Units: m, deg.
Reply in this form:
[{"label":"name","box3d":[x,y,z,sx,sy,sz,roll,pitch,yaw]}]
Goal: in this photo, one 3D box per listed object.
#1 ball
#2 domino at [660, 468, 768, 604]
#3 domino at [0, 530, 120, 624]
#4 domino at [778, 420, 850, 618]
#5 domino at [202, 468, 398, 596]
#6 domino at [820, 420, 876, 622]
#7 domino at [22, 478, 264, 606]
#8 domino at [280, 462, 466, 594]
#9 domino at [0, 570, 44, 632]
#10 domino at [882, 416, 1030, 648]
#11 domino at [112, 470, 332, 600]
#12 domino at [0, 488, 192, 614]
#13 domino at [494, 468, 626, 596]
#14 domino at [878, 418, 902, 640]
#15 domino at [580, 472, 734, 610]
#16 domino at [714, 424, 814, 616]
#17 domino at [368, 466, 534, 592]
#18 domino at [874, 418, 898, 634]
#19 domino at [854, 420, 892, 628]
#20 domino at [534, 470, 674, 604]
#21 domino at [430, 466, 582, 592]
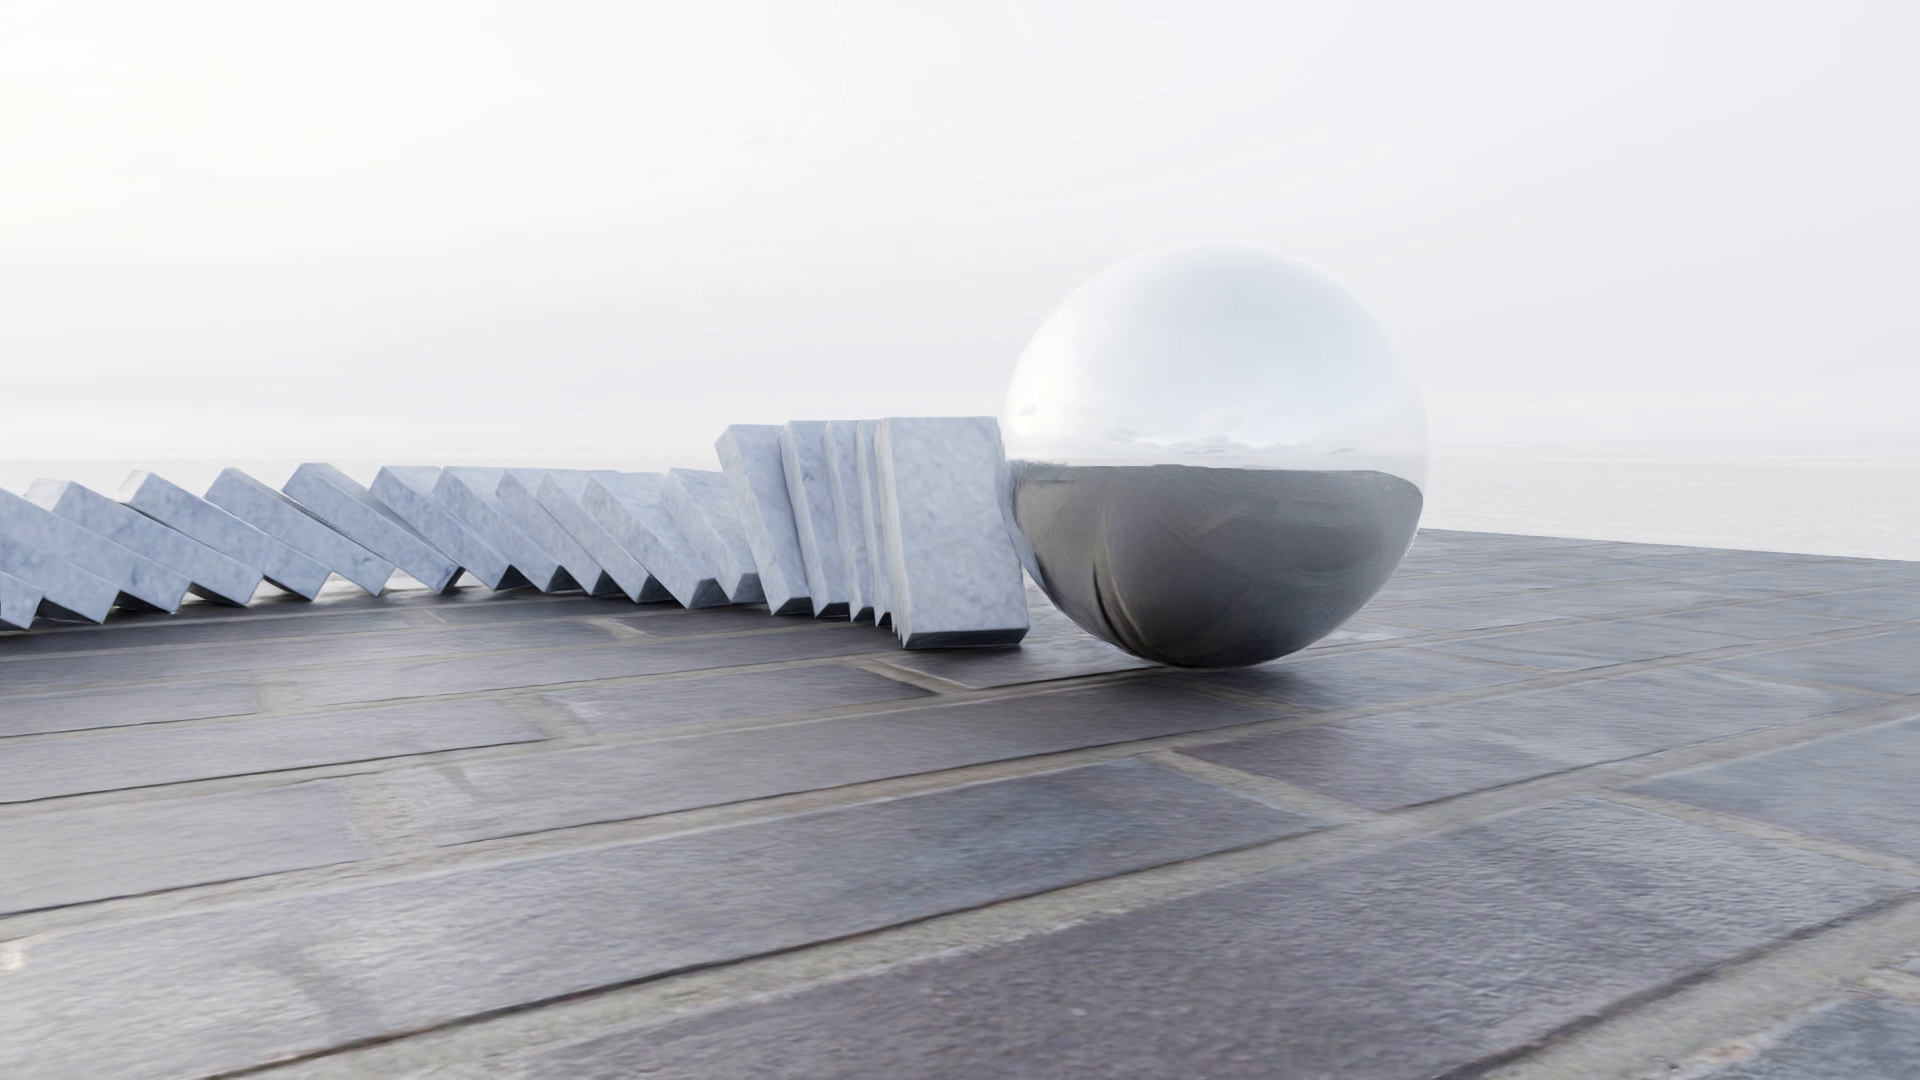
[{"label":"ball","box3d":[0.046,-0.016,0.242,0.080,0.080,0.080,0,4,0]},{"label":"domino","box3d":[-0.059,-0.001,0.346,0.025,0.010,0.050,4,31,-40]},{"label":"domino","box3d":[-0.222,0.004,0.289,0.025,0.010,0.050,1,-27,27]},{"label":"domino","box3d":[-0.028,-0.006,0.325,0.025,0.050,0.010,-2,-24,-29]},{"label":"domino","box3d":[-0.184,-0.003,0.361,0.050,0.009,0.025,35,-10,-22]},{"label":"domino","box3d":[-0.018,-0.005,0.317,0.025,0.050,0.010,-2,-24,-24]},{"label":"domino","box3d":[-0.208,0.001,0.327,0.025,0.009,0.050,3,-26,38]},{"label":"domino","box3d":[-0.167,-0.004,0.371,0.050,0.009,0.025,36,-3,-12]},{"label":"domino","box3d":[-0.223,0.005,0.266,0.025,0.010,0.050,-3,-26,16]},{"label":"domino","box3d":[-0.002,-0.002,0.275,0.025,0.050,0.010,-1,-24,-14]},{"label":"domino","box3d":[-0.198,-0.001,0.345,0.025,0.010,0.050,5,-27,48]},{"label":"domino","box3d":[-0.216,0.002,0.308,0.025,0.009,0.050,2,-26,31]},{"label":"domino","box3d":[-0.109,-0.003,0.371,0.050,0.010,0.025,40,22,27]},{"label":"domino","box3d":[-0.003,-0.003,0.286,0.025,0.050,0.010,-1,-24,-14]},{"label":"domino","box3d":[-0.078,-0.001,0.350,0.050,0.010,0.025,39,24,27]},{"label":"domino","box3d":[-0.043,-0.006,0.332,0.025,0.050,0.009,-4,-26,-42]},{"label":"domino","box3d":[-0.147,-0.004,0.381,0.050,0.010,0.025,35,11,11]},{"label":"domino","box3d":[-0.005,-0.004,0.297,0.025,0.050,0.010,-1,-24,-14]},{"label":"domino","box3d":[-0.010,-0.005,0.307,0.025,0.050,0.009,-1,-24,-17]},{"label":"domino","box3d":[-0.094,-0.002,0.360,0.050,0.009,0.025,40,24,27]},{"label":"domino","box3d":[-0.128,-0.004,0.377,0.050,0.010,0.025,37,16,18]}]
